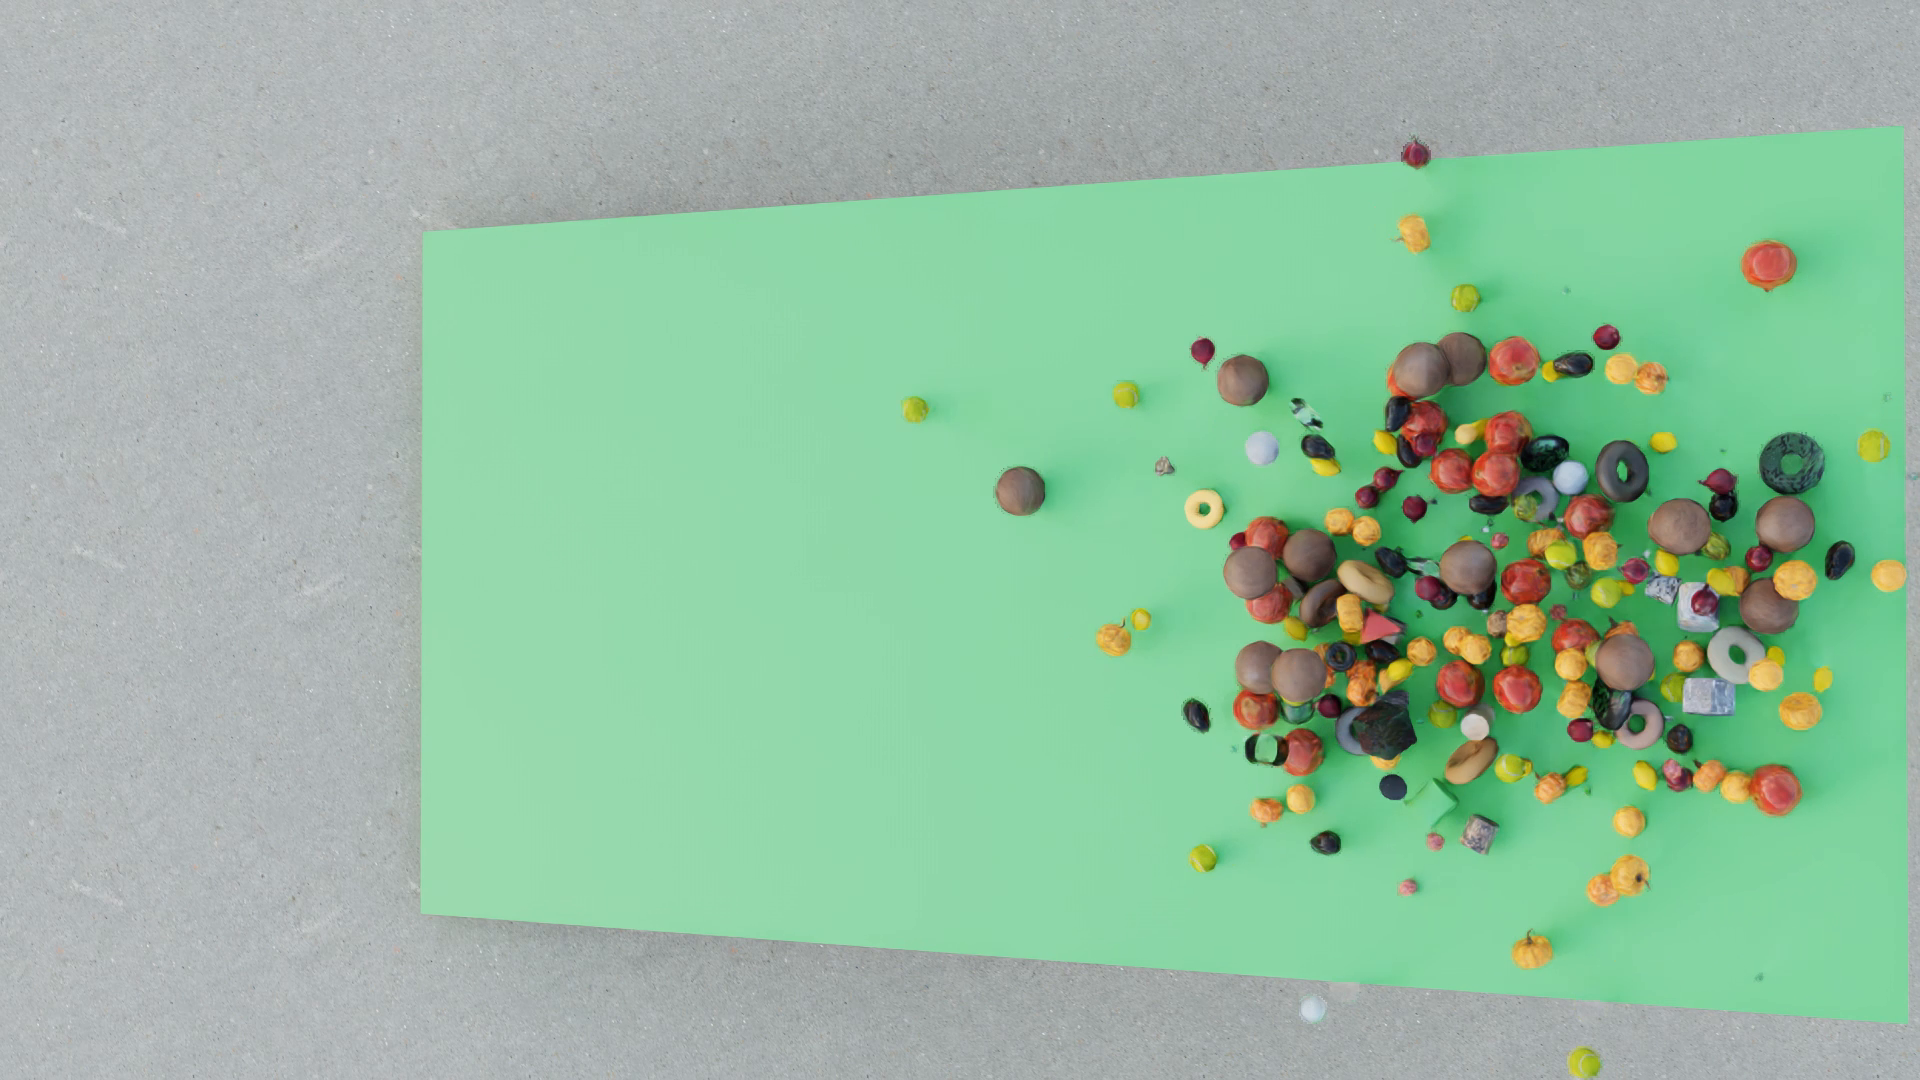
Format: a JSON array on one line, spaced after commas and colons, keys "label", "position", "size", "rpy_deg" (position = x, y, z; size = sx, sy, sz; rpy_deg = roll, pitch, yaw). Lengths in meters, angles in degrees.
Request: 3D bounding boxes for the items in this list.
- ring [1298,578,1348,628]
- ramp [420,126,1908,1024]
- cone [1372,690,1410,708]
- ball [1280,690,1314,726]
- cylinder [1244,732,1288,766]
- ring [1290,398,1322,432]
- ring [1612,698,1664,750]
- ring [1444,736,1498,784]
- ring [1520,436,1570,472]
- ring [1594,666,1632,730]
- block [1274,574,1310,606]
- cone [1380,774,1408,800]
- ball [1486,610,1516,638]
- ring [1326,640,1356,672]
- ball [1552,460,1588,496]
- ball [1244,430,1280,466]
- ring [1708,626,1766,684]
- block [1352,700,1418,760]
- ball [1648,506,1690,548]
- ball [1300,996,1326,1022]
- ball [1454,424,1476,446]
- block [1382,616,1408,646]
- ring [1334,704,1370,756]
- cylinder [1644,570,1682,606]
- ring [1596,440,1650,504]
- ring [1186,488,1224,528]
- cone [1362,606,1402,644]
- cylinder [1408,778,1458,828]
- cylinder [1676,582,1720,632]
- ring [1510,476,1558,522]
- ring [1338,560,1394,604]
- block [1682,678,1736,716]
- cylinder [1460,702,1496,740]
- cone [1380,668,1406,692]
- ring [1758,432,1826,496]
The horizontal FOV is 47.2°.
[{"label": "ring", "position": [0.874, 0.153, 5.295], "size": [0.137, 0.137, 0.046], "rpy_deg": [-43, 51, 0]}, {"label": "ramp", "position": [0.283, 0.085, 5.720], "size": [4.000, 0.100, 2.000], "rpy_deg": [0, 89, 23]}, {"label": "cone", "position": [1.054, 0.427, 5.313], "size": [0.092, 0.092, 0.092], "rpy_deg": [-20, 110, 0]}, {"label": "ball", "position": [0.822, 0.410, 5.364], "size": [0.086, 0.086, 0.086], "rpy_deg": [0, 89, 0]}, {"label": "cylinder", "position": [0.740, 0.506, 5.310], "size": [0.076, 0.076, 0.076], "rpy_deg": [0, 91, -38]}, {"label": "ring", "position": [0.846, -0.305, 5.372], "size": [0.035, 0.104, 0.104], "rpy_deg": [-43, 89, 18]}, {"label": "ring", "position": [1.569, 0.425, 5.092], "size": [0.122, 0.041, 0.122], "rpy_deg": [-2, 85, 30]}, {"label": "ring", "position": [1.208, 0.519, 5.195], "size": [0.146, 0.146, 0.049], "rpy_deg": [-43, 97, 0]}, {"label": "ring", "position": [1.368, -0.202, 5.145], "size": [0.116, 0.116, 0.039], "rpy_deg": [-11, 56, 0]}, {"label": "ring", "position": [1.501, 0.364, 5.059], "size": [0.049, 0.147, 0.147], "rpy_deg": [2, 89, -7]}, {"label": "block", "position": [0.818, 0.122, 5.403], "size": [0.057, 0.057, 0.057], "rpy_deg": [-36, 76, 29]}, {"label": "cone", "position": [1.022, 0.602, 5.235], "size": [0.067, 0.067, 0.067], "rpy_deg": [3, 61, -6]}, {"label": "ball", "position": [1.280, 0.201, 5.207], "size": [0.067, 0.067, 0.067], "rpy_deg": [0, 89, 0]}, {"label": "ring", "position": [0.919, 0.281, 5.304], "size": [0.077, 0.026, 0.077], "rpy_deg": [-7, 71, 22]}, {"label": "ball", "position": [1.427, -0.145, 5.140], "size": [0.082, 0.082, 0.082], "rpy_deg": [0, 89, 0]}, {"label": "ball", "position": [0.732, -0.222, 5.327], "size": [0.085, 0.085, 0.085], "rpy_deg": [0, 89, 0]}, {"label": "ring", "position": [1.761, 0.261, 4.986], "size": [0.136, 0.045, 0.136], "rpy_deg": [2, 70, -7]}, {"label": "block", "position": [1.003, 0.449, 5.191], "size": [0.093, 0.093, 0.093], "rpy_deg": [-31, 113, -24]}, {"label": "ball", "position": [1.627, -0.030, 5.048], "size": [0.094, 0.094, 0.094], "rpy_deg": [0, 89, 0]}, {"label": "ball", "position": [0.864, 1.148, 5.382], "size": [0.060, 0.060, 0.060], "rpy_deg": [0, 89, 0]}, {"label": "ball", "position": [1.198, -0.250, 5.209], "size": [0.051, 0.051, 0.051], "rpy_deg": [0, 89, 0]}, {"label": "block", "position": [1.043, 0.218, 5.313], "size": [0.053, 0.053, 0.053], "rpy_deg": [27, 100, 24]}, {"label": "ring", "position": [0.973, 0.462, 5.347], "size": [0.126, 0.042, 0.126], "rpy_deg": [-1, 88, 23]}, {"label": "cylinder", "position": [1.620, 0.109, 5.065], "size": [0.065, 0.065, 0.065], "rpy_deg": [23, 89, 22]}, {"label": "ring", "position": [1.525, -0.158, 5.063], "size": [0.148, 0.049, 0.148], "rpy_deg": [4, 82, -28]}, {"label": "ring", "position": [0.613, -0.078, 5.510], "size": [0.101, 0.034, 0.101], "rpy_deg": [-1, 88, 23]}, {"label": "cone", "position": [1.016, 0.210, 5.269], "size": [0.091, 0.091, 0.091], "rpy_deg": [7, 89, 3]}, {"label": "cylinder", "position": [1.131, 0.628, 5.254], "size": [0.086, 0.086, 0.086], "rpy_deg": [41, 105, 0]}, {"label": "cylinder", "position": [1.683, 0.153, 5.010], "size": [0.090, 0.090, 0.090], "rpy_deg": [9, 72, 0]}, {"label": "ring", "position": [1.355, -0.098, 5.188], "size": [0.112, 0.037, 0.112], "rpy_deg": [-5, 77, 24]}, {"label": "ring", "position": [0.977, 0.100, 5.292], "size": [0.150, 0.150, 0.050], "rpy_deg": [28, 114, 0]}, {"label": "block", "position": [1.702, 0.357, 4.997], "size": [0.078, 0.078, 0.078], "rpy_deg": [10, 81, -29]}, {"label": "cylinder", "position": [1.223, 0.427, 5.188], "size": [0.068, 0.068, 0.068], "rpy_deg": [11, 117, 23]}, {"label": "cone", "position": [1.054, 0.337, 5.321], "size": [0.063, 0.063, 0.063], "rpy_deg": [-5, 89, -4]}, {"label": "ring", "position": [1.878, -0.172, 4.964], "size": [0.143, 0.048, 0.143], "rpy_deg": [-1, 87, 30]}]
